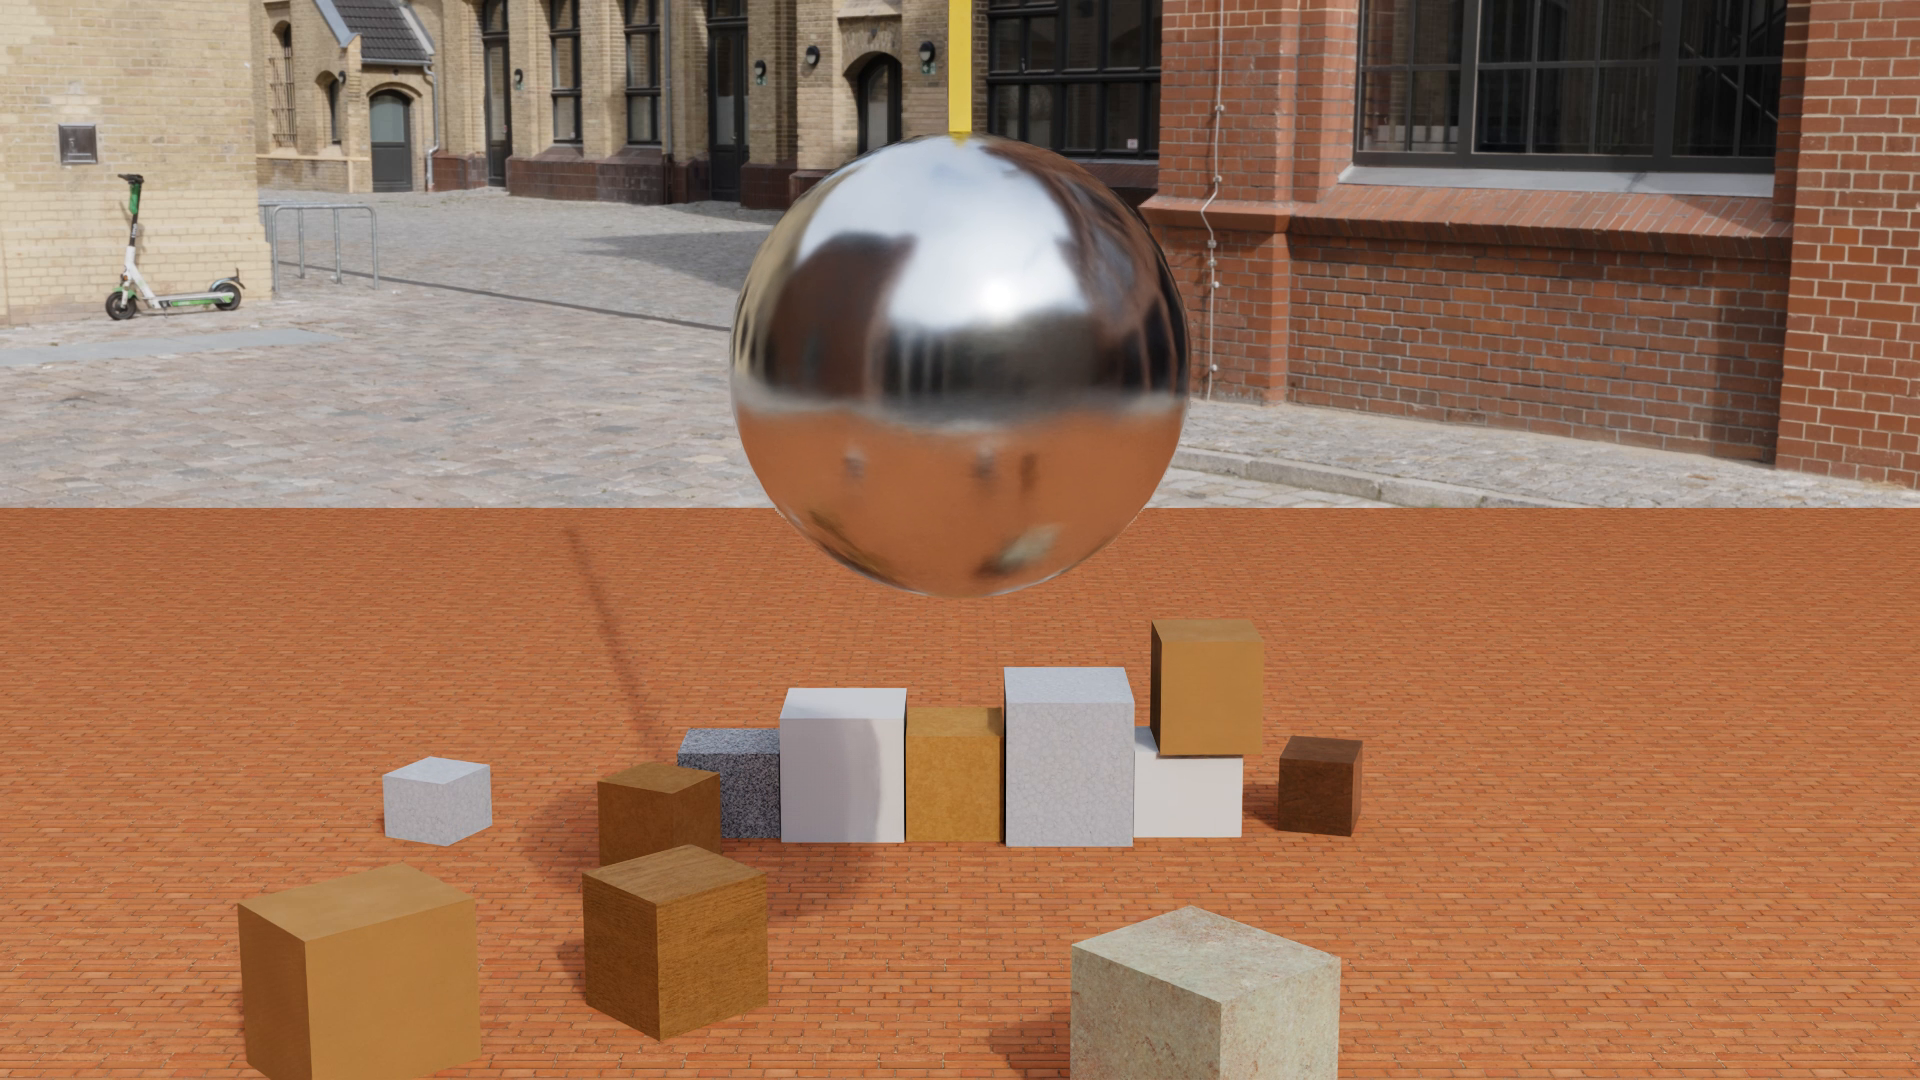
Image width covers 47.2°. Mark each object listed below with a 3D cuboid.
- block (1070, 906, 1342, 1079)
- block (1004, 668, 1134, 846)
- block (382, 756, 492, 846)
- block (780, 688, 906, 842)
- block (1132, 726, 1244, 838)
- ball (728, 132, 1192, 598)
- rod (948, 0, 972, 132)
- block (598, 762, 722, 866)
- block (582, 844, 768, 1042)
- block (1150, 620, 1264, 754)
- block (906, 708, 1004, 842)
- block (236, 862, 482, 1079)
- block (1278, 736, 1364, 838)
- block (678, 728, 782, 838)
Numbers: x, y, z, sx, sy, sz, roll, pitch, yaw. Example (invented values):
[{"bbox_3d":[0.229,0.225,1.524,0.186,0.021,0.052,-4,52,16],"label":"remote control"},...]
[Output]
[{"bbox_3d":[0.866,1.788,7.824,0.622,0.683,0.715,-9,14,-40],"label":"block"},{"bbox_3d":[0.551,1.109,11.375,0.637,0.747,0.749,0,10,0],"label":"block"},{"bbox_3d":[-2.682,1.339,11.297,0.383,0.324,0.383,5,11,24],"label":"block"},{"bbox_3d":[-0.594,1.158,11.384,0.623,0.649,0.619,0,10,0],"label":"block"},{"bbox_3d":[1.160,1.251,11.431,0.550,0.449,0.507,0,10,0],"label":"block"},{"bbox_3d":[0.000,-0.600,7.609,1.600,1.600,1.600,0,10,0],"label":"ball"},{"bbox_3d":[0.000,-3.699,9.007,0.080,5.200,0.080,0,-24,0],"label":"rod"},{"bbox_3d":[-1.476,1.373,10.820,0.447,0.428,0.398,5,12,28],"label":"block"},{"bbox_3d":[-1.163,1.633,8.996,0.544,0.568,0.518,-10,14,-42],"label":"block"},{"bbox_3d":[1.263,0.749,11.307,0.514,0.583,0.524,0,10,-1],"label":"block"},{"bbox_3d":[-0.026,1.207,11.389,0.495,0.551,0.580,0,10,0],"label":"block"},{"bbox_3d":[-2.302,1.692,8.445,0.696,0.649,0.565,-9,14,-41],"label":"block"},{"bbox_3d":[1.880,1.277,11.458,0.376,0.387,0.454,3,11,16],"label":"block"},{"bbox_3d":[-1.174,1.257,11.403,0.514,0.446,0.482,0,10,0],"label":"block"}]
